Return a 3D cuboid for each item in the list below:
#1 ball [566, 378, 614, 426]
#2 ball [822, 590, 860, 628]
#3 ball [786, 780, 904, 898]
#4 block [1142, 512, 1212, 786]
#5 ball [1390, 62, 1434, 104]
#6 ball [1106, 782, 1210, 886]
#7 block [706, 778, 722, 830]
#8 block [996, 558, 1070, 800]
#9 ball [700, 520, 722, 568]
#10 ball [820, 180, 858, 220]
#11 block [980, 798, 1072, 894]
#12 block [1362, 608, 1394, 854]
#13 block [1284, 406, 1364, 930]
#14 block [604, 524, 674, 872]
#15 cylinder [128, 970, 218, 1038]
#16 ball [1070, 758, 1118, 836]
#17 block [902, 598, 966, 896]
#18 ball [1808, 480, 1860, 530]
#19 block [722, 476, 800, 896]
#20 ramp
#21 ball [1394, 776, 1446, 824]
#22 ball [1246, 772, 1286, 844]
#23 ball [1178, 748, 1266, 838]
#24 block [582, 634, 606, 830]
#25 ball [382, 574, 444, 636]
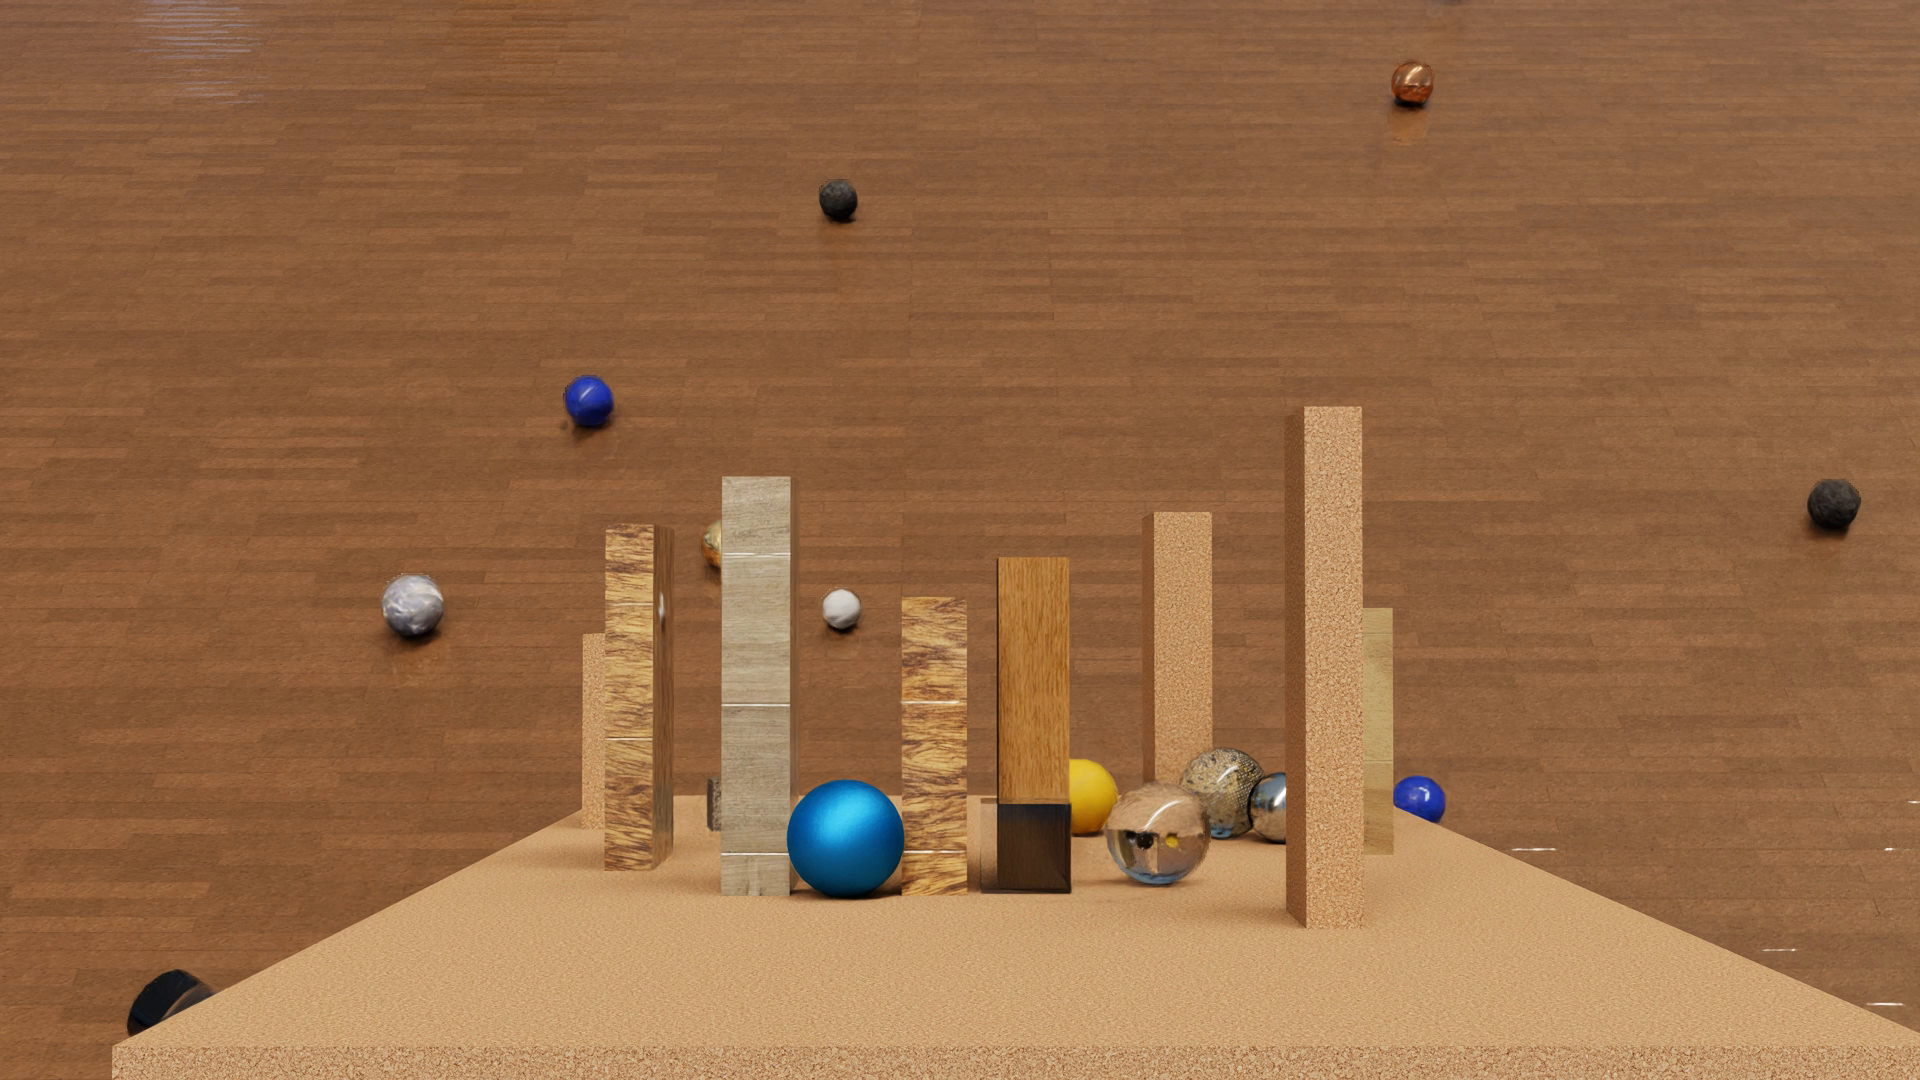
[{"bbox_3d":[-1.204,-0.450,8.443,0.157,0.157,0.157,0,35,0],"label":"ball"},{"bbox_3d":[-0.344,0.201,7.544,0.113,0.113,0.113,0,35,0],"label":"ball"},{"bbox_3d":[-0.191,0.498,4.338,0.197,0.197,0.197,0,35,0],"label":"ball"},{"bbox_3d":[0.482,0.293,5.786,0.124,0.695,0.372,0,-2,0],"label":"block"},{"bbox_3d":[1.816,-1.833,10.423,0.171,0.171,0.171,0,35,0],"label":"ball"},{"bbox_3d":[0.345,0.513,4.543,0.181,0.181,0.181,0,35,0],"label":"ball"},{"bbox_3d":[-0.501,0.585,5.768,0.109,0.109,0.109,0,-2,-12],"label":"block"},{"bbox_3d":[0.130,0.320,4.674,0.124,0.573,0.254,0,-2,0],"label":"block"},{"bbox_3d":[-0.703,0.011,7.789,0.148,0.148,0.148,0,35,0],"label":"ball"},{"bbox_3d":[-0.450,-1.261,9.623,0.143,0.143,0.143,0,35,0],"label":"ball"},{"bbox_3d":[0.111,0.525,4.465,0.152,0.152,0.152,0,-2,0],"label":"block"},{"bbox_3d":[0.798,0.384,5.344,0.112,0.486,0.445,0,-2,0],"label":"block"},{"bbox_3d":[0.563,0.195,4.027,0.086,0.785,0.244,0,-2,0],"label":"block"},{"bbox_3d":[-0.612,0.295,4.975,0.088,0.641,0.353,0,-2,0],"label":"block"},{"bbox_3d":[-1.804,1.148,6.100,0.207,0.207,0.207,24,41,30],"label":"cylinder"},{"bbox_3d":[0.256,0.552,5.577,0.164,0.164,0.164,0,35,0],"label":"ball"},{"bbox_3d":[-0.043,0.353,4.589,0.110,0.502,0.430,0,-2,0],"label":"block"},{"bbox_3d":[2.676,-0.108,7.958,0.150,0.150,0.150,0,35,0],"label":"ball"},{"bbox_3d":[-0.344,0.249,4.497,0.115,0.705,0.251,0,-2,0],"label":"block"},{"bbox_3d":[0.077,0.661,4.825,2.000,0.100,4.000,0,-2,0],"label":"ramp"},{"bbox_3d":[1.157,0.665,6.561,0.140,0.140,0.140,0,35,0],"label":"ball"},{"bbox_3d":[0.667,0.553,5.366,0.149,0.149,0.149,0,35,0],"label":"ball"},{"bbox_3d":[0.558,0.535,5.497,0.193,0.193,0.193,0,35,0],"label":"ball"},{"bbox_3d":[-0.783,0.429,5.899,0.104,0.431,0.312,0,-2,0],"label":"block"},{"bbox_3d":[-1.582,0.189,7.507,0.176,0.176,0.176,0,35,0],"label":"ball"}]
